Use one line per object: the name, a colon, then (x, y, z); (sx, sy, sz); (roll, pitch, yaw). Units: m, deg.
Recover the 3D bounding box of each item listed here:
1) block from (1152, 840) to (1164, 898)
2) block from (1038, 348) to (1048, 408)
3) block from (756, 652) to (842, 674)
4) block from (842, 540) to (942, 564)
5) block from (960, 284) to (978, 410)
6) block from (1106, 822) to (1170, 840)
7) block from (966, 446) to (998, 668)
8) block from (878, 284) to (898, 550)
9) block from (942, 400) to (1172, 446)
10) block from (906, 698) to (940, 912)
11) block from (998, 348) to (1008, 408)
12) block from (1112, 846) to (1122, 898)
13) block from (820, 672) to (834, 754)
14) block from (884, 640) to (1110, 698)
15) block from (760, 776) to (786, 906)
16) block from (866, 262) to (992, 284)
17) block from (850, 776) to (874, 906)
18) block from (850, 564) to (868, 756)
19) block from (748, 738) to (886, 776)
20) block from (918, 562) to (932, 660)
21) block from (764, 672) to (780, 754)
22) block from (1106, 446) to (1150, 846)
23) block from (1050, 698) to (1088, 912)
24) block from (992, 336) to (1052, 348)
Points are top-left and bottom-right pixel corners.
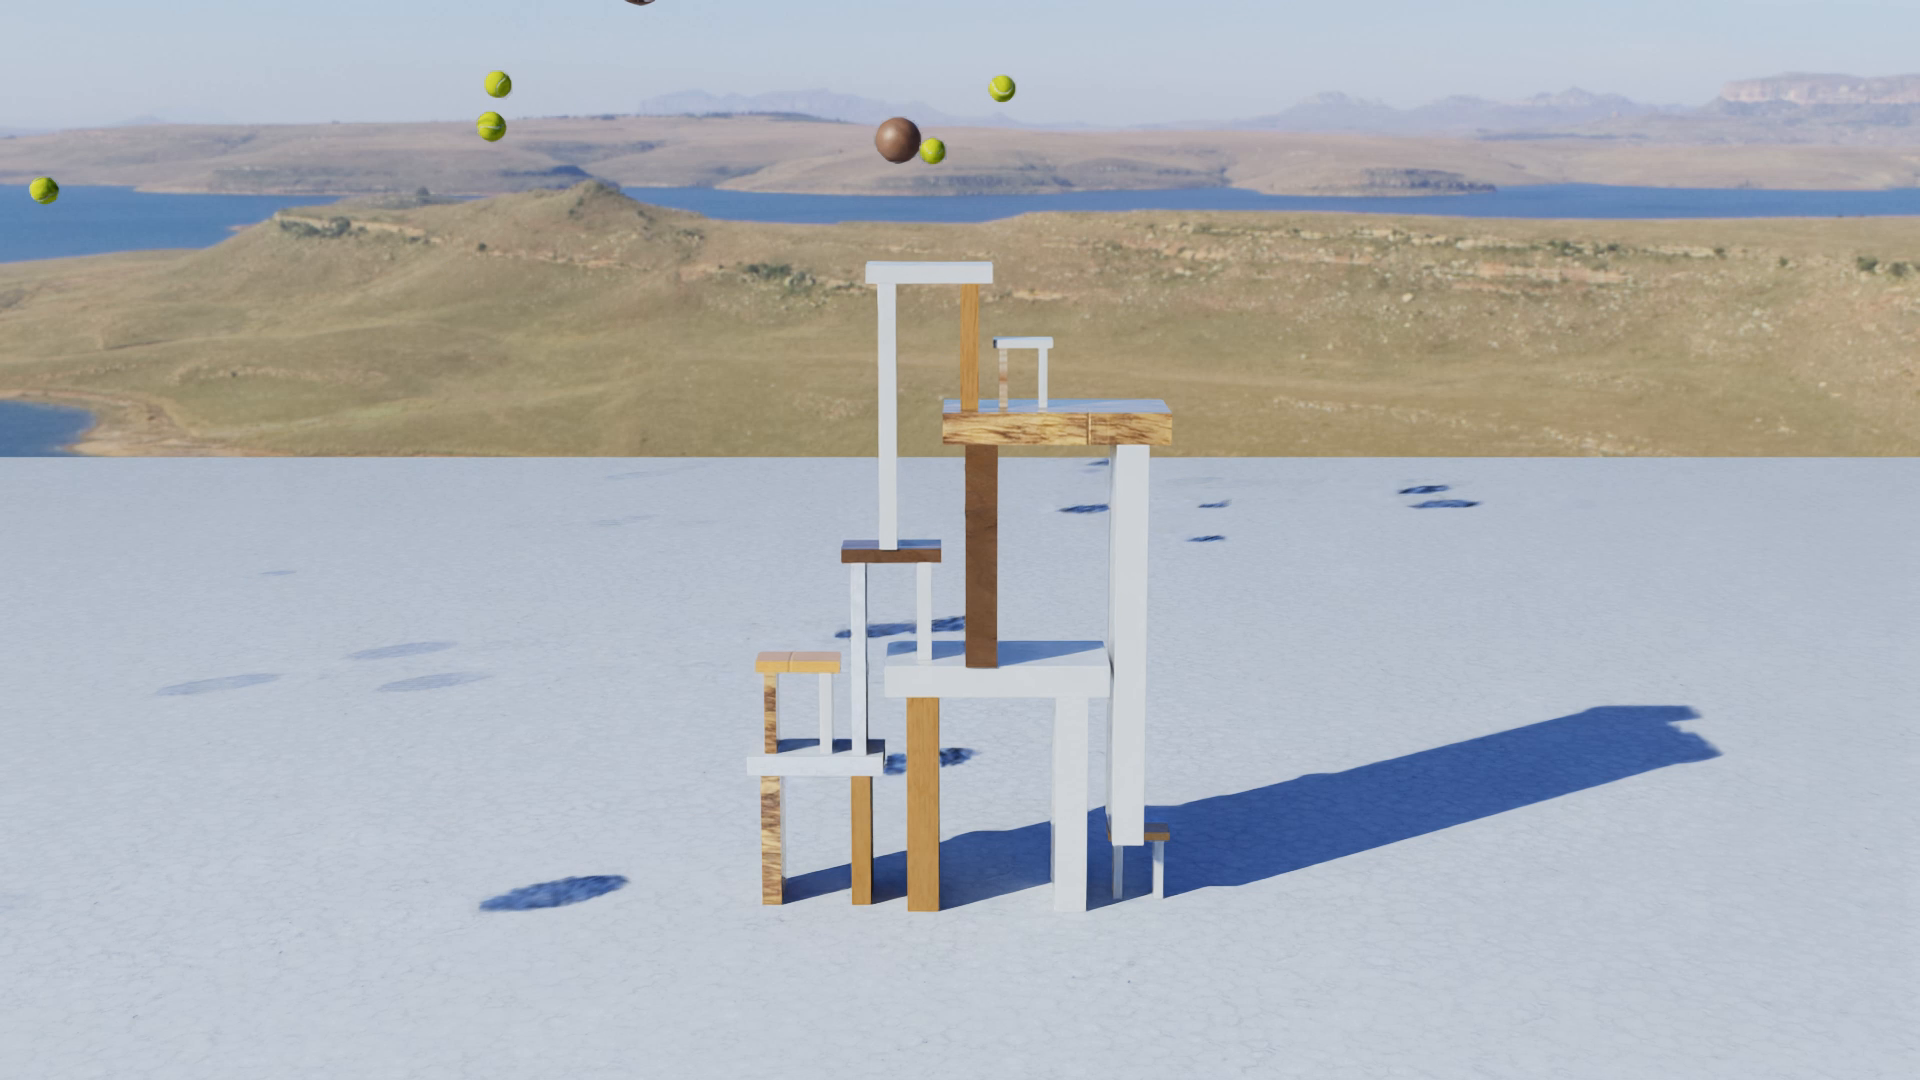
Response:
block: (0.329, 0.541, 3.659); (0.014, 0.101, 0.050); (0, 11, 0)
block: (0.132, -0.261, 3.509); (0.013, 0.095, 0.047); (-1, 11, 0)
block: (-0.263, 0.199, 3.595); (0.136, 0.019, 0.068); (0, 11, 0)
block: (-0.110, 0.018, 3.557); (0.160, 0.023, 0.080); (0, 11, -1)
block: (0.015, -0.313, 3.502); (0.028, 0.198, 0.099); (0, 11, 0)
block: (0.295, 0.484, 3.649); (0.101, 0.014, 0.050); (0, 11, 0)
block: (0.034, 0.011, 3.558); (0.051, 0.357, 0.179); (0, 11, 0)
block: (-0.116, -0.202, 3.519); (0.028, 0.423, 0.099); (0, 11, -2)
block: (0.152, -0.190, 3.520); (0.357, 0.051, 0.179); (0, 11, 0)
block: (-0.060, 0.412, 3.640); (0.051, 0.360, 0.180); (0, 11, 0)
block: (0.069, -0.261, 3.509); (0.013, 0.095, 0.047); (-1, 11, 0)
block: (0.262, 0.541, 3.659); (0.014, 0.101, 0.050); (0, 11, 0)
block: (-0.218, 0.276, 3.609); (0.019, 0.136, 0.068); (0, 11, 0)
block: (0.060, 0.210, 3.602); (0.360, 0.051, 0.180); (0, 11, 0)
block: (-0.309, 0.482, 3.649); (0.031, 0.221, 0.110); (0, 11, 0)
block: (-0.049, -0.423, 3.478); (0.198, 0.028, 0.099); (0, 11, -2)
block: (-0.162, 0.482, 3.649); (0.031, 0.221, 0.110); (0, 11, 0)
block: (-0.164, 0.186, 3.590); (0.023, 0.319, 0.080); (0, 11, 0)
block: (-0.235, 0.358, 3.626); (0.220, 0.031, 0.110); (0, 11, 0)
block: (-0.057, 0.108, 3.576); (0.023, 0.160, 0.080); (0, 11, 0)
block: (-0.309, 0.275, 3.609); (0.019, 0.136, 0.068); (0, 11, 0)
block: (0.272, 0.157, 3.585); (0.051, 0.653, 0.179); (0, 11, 0)
block: (0.180, 0.412, 3.640); (0.051, 0.360, 0.180); (0, 11, 0)
block: (0.100, -0.314, 3.499); (0.095, 0.013, 0.047); (0, 11, 0)
